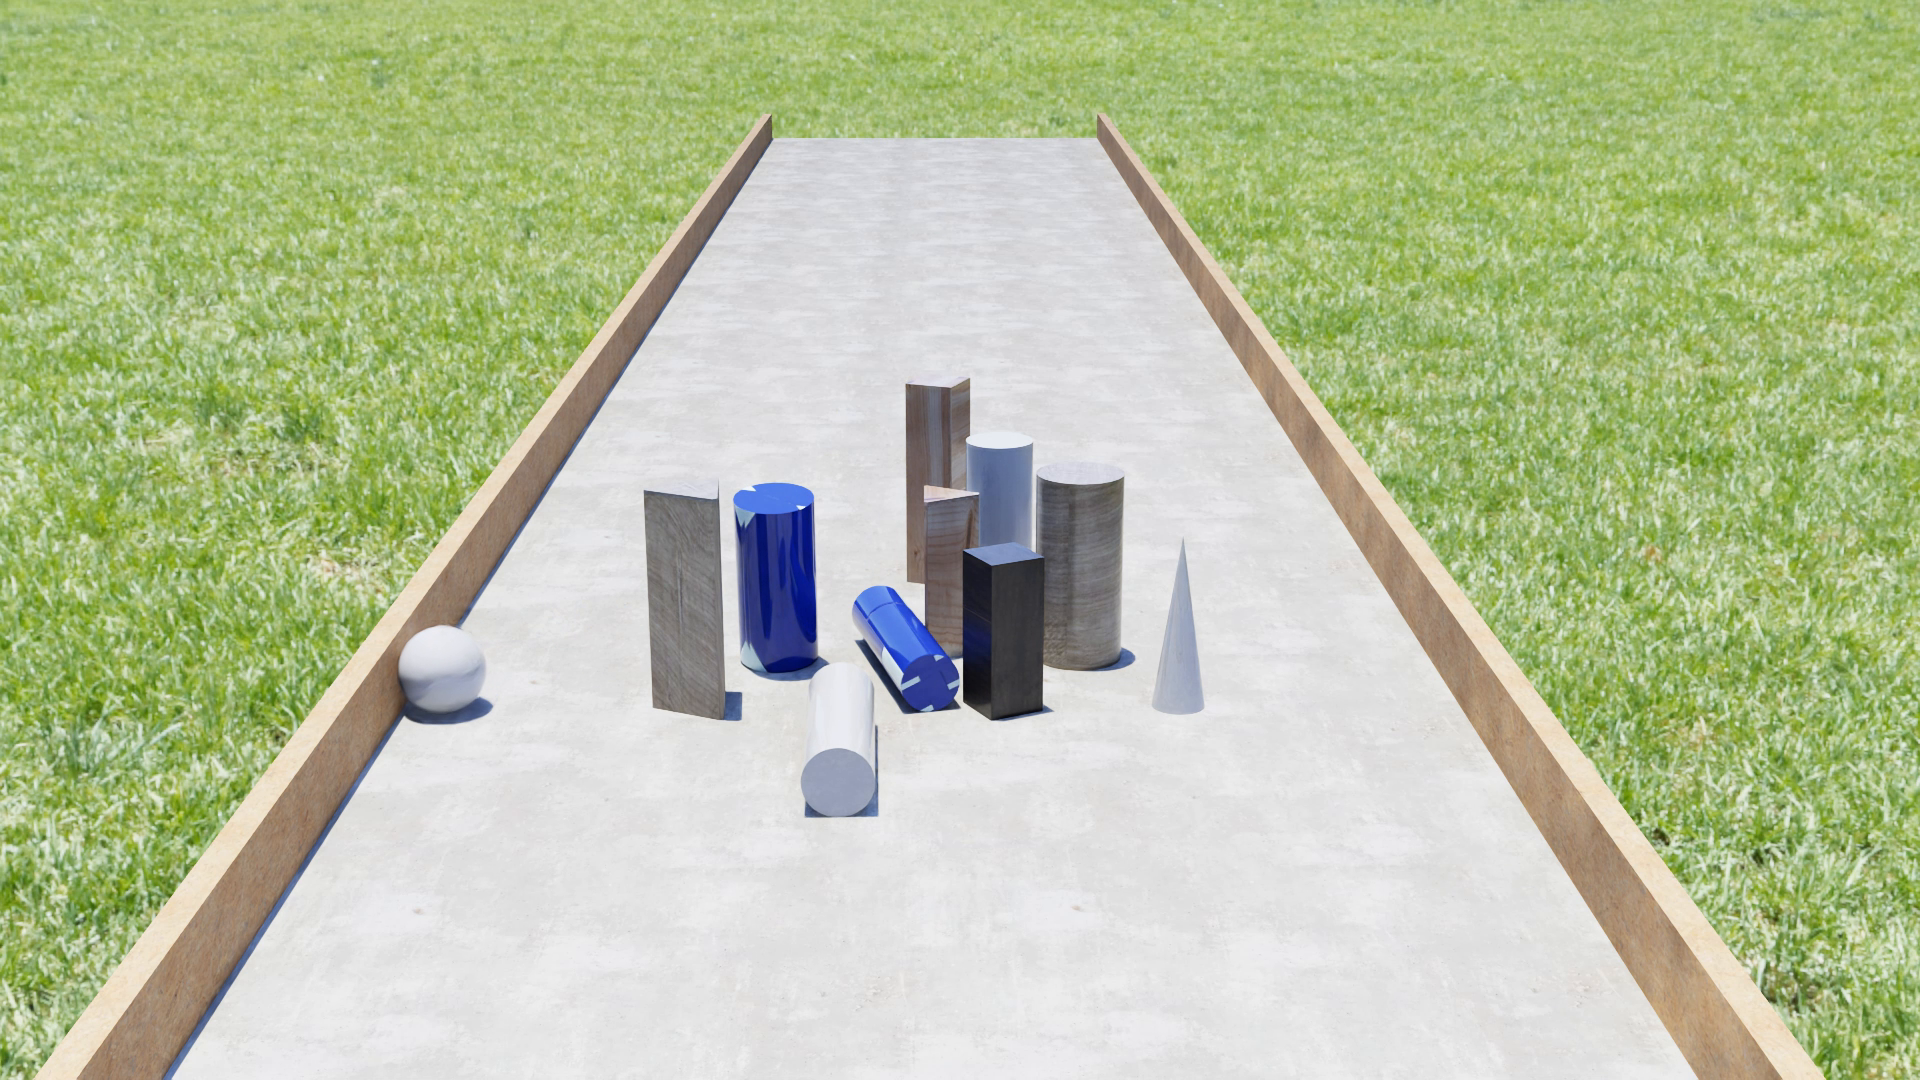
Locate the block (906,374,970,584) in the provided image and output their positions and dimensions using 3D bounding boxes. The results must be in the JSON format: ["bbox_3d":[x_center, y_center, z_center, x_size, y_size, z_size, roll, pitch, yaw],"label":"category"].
[{"bbox_3d":[-0.048,-0.132,4.875,0.109,0.453,0.109,7,18,21],"label":"block"}]

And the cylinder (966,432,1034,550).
[{"bbox_3d":[0.083,-0.026,4.646,0.142,0.381,0.142,0,17,0],"label":"cylinder"}]

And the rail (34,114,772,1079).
[{"bbox_3d":[-1.118,-0.838,7.780,0.050,0.150,12.000,0,17,-1],"label":"rail"}]

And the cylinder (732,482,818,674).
[{"bbox_3d":[-0.362,0.075,4.346,0.158,0.342,0.158,0,24,0],"label":"cylinder"}]

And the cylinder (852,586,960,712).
[{"bbox_3d":[-0.111,0.208,4.327,0.114,0.114,0.438,-4,17,-14],"label":"cylinder"}]

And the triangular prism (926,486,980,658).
[{"bbox_3d":[-0.042,0.063,4.432,0.123,0.332,0.107,-10,19,-29],"label":"triangular prism"}]

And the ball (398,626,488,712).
[{"bbox_3d":[-0.971,0.242,4.126,0.164,0.164,0.164,0,17,0],"label":"ball"}]

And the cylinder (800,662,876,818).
[{"bbox_3d":[-0.211,0.344,3.854,0.124,0.124,0.418,-1,17,-2],"label":"cylinder"}]

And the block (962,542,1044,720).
[{"bbox_3d":[0.081,0.170,4.123,0.112,0.303,0.112,-9,19,-27],"label":"block"}]

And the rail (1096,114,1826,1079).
[{"bbox_3d":[0.932,-0.844,7.801,0.050,0.150,12.000,0,17,-1],"label":"rail"}]

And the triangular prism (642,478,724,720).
[{"bbox_3d":[-0.484,0.104,4.128,0.154,0.428,0.134,8,18,24],"label":"triangular prism"}]

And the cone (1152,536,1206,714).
[{"bbox_3d":[0.414,0.152,4.124,0.102,0.337,0.102,0,17,0],"label":"cone"}]

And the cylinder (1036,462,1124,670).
[{"bbox_3d":[0.237,0.051,4.384,0.174,0.383,0.174,0,17,0],"label":"cylinder"}]
